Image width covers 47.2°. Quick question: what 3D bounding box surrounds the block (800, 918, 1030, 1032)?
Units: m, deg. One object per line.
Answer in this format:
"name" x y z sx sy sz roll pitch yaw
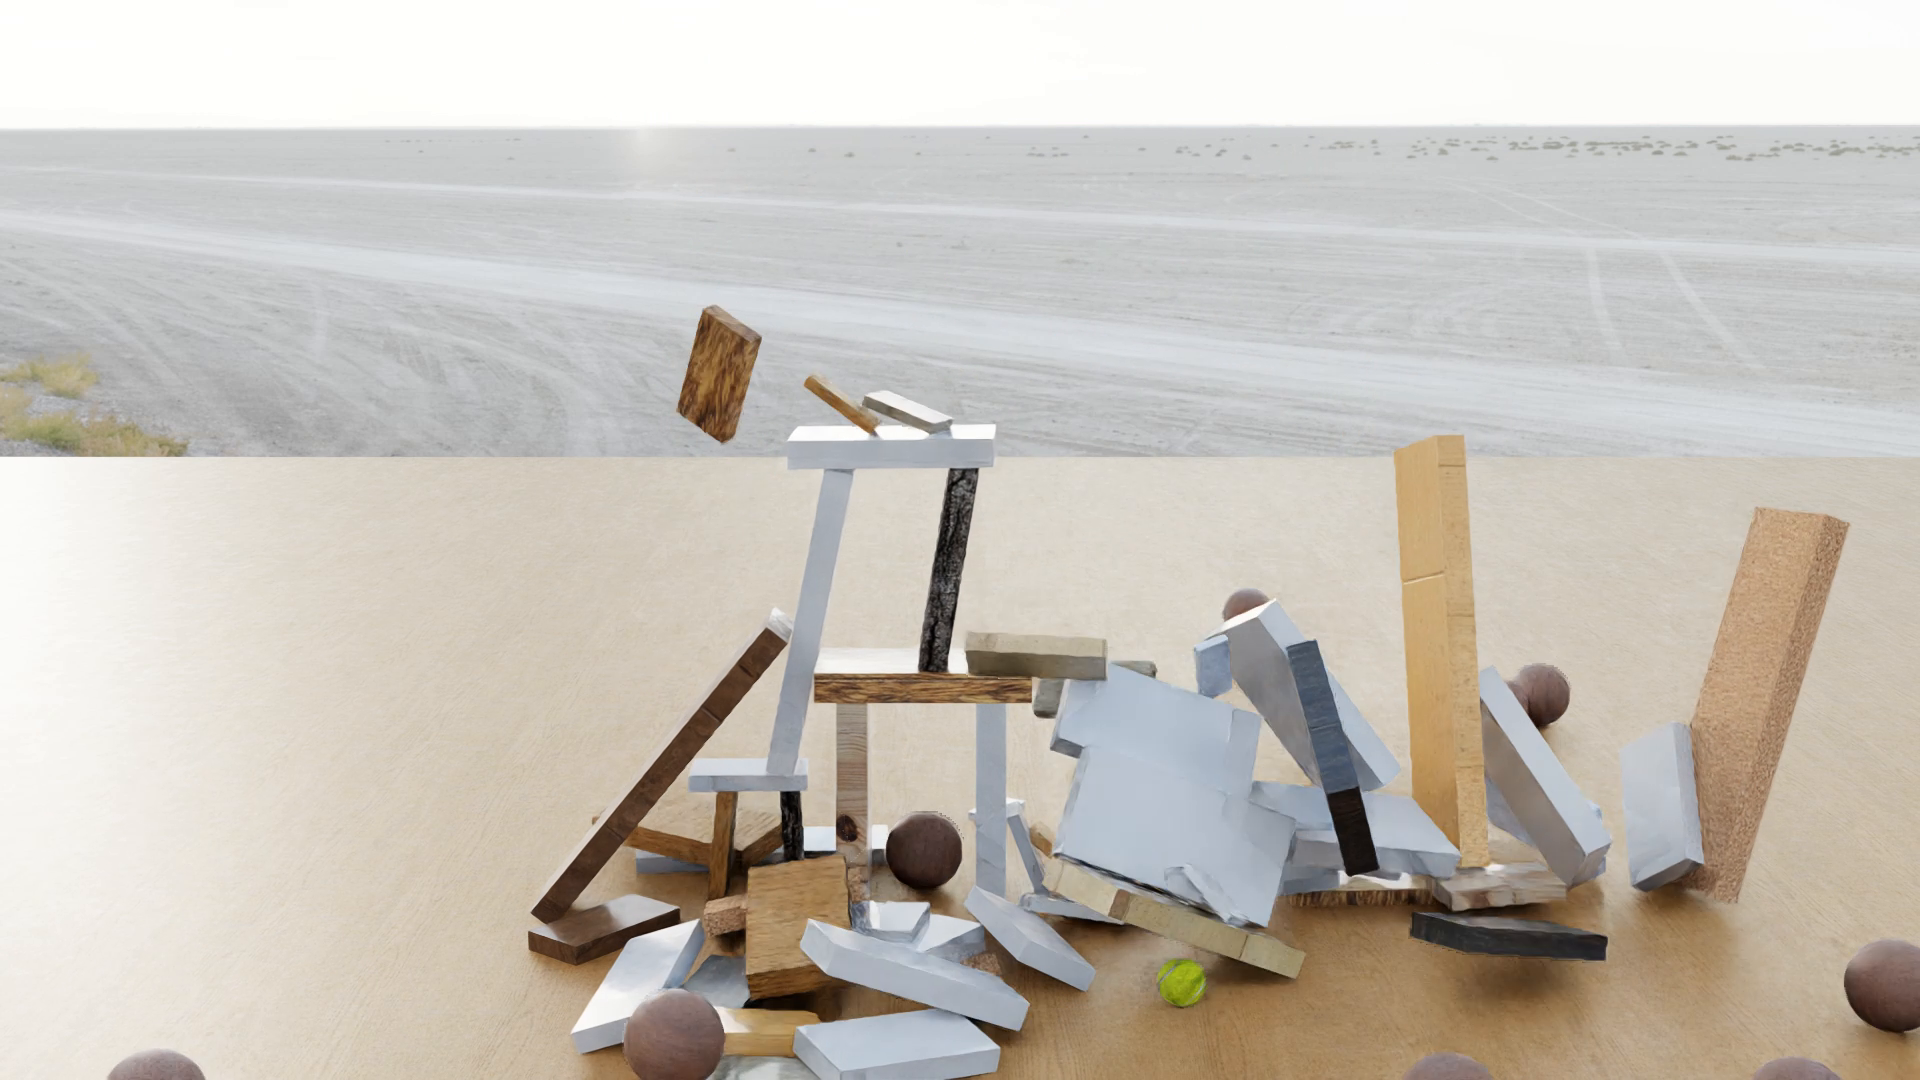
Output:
"block" -0.065 0.608 3.075 0.297 0.042 0.149 20 -2 -19

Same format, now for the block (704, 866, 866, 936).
"block" -0.276 0.571 3.474 0.249 0.035 0.125 -12 1 -4

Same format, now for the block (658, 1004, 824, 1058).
"block" -0.293 0.673 3.011 0.220 0.031 0.110 7 4 -20

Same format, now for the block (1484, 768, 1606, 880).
"block" 1.011 0.477 3.820 0.037 0.130 0.261 -22 26 -21

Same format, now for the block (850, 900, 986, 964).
"block" -0.125 0.610 3.398 0.297 0.042 0.149 4 11 38

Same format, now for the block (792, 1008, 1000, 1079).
"block" -0.084 0.683 2.951 0.249 0.035 0.125 1 16 -33

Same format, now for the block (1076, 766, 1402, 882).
"block" 0.462 0.447 3.583 0.544 0.046 0.161 13 24 -20

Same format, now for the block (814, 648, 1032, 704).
"block" -0.060 0.221 3.604 0.349 0.049 0.175 0 11 0

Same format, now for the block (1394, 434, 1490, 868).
"block" 0.814 0.190 3.728 0.050 0.717 0.176 0 -6 -13

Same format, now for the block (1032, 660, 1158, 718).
"block" 0.228 0.254 3.733 0.200 0.100 0.028 -1 -32 29

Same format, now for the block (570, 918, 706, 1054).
"block" -0.461 0.644 3.195 0.116 0.033 0.360 -17 9 7

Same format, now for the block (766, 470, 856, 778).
"block" -0.243 0.122 3.600 0.046 0.505 0.163 11 10 -2

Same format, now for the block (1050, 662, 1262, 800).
"block" 0.315 0.307 3.510 0.321 0.161 0.046 19 -34 -6

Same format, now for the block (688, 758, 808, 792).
"block" -0.347 0.387 3.624 0.193 0.027 0.096 0 10 -3

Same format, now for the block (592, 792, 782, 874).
"block" -0.468 0.501 3.822 0.303 0.043 0.152 9 18 25

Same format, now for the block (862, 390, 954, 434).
"block" -0.085 -0.208 3.565 0.134 0.019 0.067 24 21 24

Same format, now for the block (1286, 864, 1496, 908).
"block" 0.729 0.575 3.658 0.374 0.028 0.099 0 14 -3

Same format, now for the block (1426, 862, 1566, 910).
"block" 0.872 0.563 3.584 0.199 0.028 0.099 -3 14 -13

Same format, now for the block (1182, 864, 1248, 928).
"block" 0.383 0.533 3.295 0.055 0.016 0.110 27 18 -52

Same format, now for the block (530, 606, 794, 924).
"block" -0.476 0.364 3.535 0.043 0.604 0.152 39 8 -7

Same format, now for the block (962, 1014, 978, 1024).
"block" -0.025 0.685 3.110 0.056 0.016 0.113 7 13 28

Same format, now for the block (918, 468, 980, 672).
"block" -0.019 0.035 3.568 0.046 0.327 0.163 9 10 -2

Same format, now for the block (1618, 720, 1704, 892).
"block" 1.176 0.447 3.692 0.037 0.261 0.130 22 -38 -20

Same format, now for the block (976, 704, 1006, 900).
"block" 0.052 0.417 3.642 0.049 0.349 0.175 0 11 1

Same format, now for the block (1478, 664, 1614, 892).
"block" 0.954 0.399 3.685 0.050 0.353 0.176 -24 -27 -10

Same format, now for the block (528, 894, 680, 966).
"block" -0.559 0.612 3.465 0.110 0.031 0.220 8 13 38

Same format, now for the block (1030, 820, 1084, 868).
"block" 0.181 0.532 3.658 0.154 0.022 0.077 41 9 -6

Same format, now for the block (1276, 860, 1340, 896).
"block" 0.515 0.547 3.628 0.199 0.028 0.099 -7 26 -4

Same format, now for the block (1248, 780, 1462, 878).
"block" 0.637 0.469 3.566 0.321 0.046 0.161 9 25 -27

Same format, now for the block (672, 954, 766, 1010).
"block" -0.346 0.662 3.199 0.110 0.031 0.220 2 11 13

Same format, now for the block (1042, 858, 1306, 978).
"block" 0.319 0.558 3.234 0.415 0.042 0.148 25 -5 -37

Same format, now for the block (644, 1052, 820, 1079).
"block" -0.296 0.718 2.893 0.231 0.033 0.116 1 11 6

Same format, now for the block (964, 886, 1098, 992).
"block" 0.104 0.603 3.342 0.125 0.035 0.249 28 0 -21

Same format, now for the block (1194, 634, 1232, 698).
"block" 0.408 0.207 3.549 0.055 0.110 0.016 -21 39 -14

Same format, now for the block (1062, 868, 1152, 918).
"block" 0.241 0.568 3.571 0.153 0.076 0.022 -3 -4 -15

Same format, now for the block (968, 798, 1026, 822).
"block" 0.069 0.503 4.092 0.056 0.016 0.113 7 12 31

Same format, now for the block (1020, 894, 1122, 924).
"block" 0.178 0.586 3.499 0.153 0.022 0.077 10 -6 -9

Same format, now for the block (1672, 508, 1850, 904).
"block" 1.305 0.268 3.651 0.049 0.647 0.175 17 -1 -19

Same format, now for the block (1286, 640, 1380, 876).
"block" 0.575 0.332 3.400 0.049 0.175 0.349 -15 35 7

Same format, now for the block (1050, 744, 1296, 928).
"block" 0.331 0.456 3.383 0.349 0.175 0.049 21 -15 -11

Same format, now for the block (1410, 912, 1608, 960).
"block" 0.815 0.588 3.264 0.261 0.037 0.131 8 -3 -26

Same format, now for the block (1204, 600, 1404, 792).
"block" 0.574 0.274 3.696 0.050 0.353 0.176 -38 2 -28

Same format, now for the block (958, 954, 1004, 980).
"block" 0.032 0.650 3.301 0.056 0.016 0.113 -1 11 -6

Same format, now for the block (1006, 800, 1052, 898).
"block" 0.114 0.516 3.651 0.022 0.154 0.077 -20 9 5

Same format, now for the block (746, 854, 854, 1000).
"block" -0.239 0.572 3.279 0.152 0.043 0.303 -8 22 -2

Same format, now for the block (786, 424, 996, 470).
"block" -0.107 -0.150 3.546 0.327 0.046 0.163 -1 11 2

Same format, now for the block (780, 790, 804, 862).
"block" -0.277 0.495 3.649 0.027 0.193 0.096 -3 11 -1

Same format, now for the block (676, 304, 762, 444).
"block" -0.422 -0.289 3.844 0.110 0.229 0.031 34 41 16

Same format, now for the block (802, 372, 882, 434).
"block" -0.188 -0.221 3.540 0.134 0.019 0.067 37 12 -2

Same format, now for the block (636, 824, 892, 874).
"block" -0.342 0.539 3.838 0.439 0.031 0.110 -1 14 -7

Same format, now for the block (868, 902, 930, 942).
"block" -0.092 0.583 3.361 0.067 0.019 0.134 -1 9 11

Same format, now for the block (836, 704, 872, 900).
"block" -0.175 0.418 3.641 0.049 0.349 0.175 0 11 0

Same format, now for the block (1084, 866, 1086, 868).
"block" 0.231 0.539 3.638 0.154 0.022 0.077 37 3 -14

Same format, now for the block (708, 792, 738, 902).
"block" -0.392 0.497 3.640 0.027 0.193 0.096 6 10 -1

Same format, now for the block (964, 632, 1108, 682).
"block" 0.121 0.183 3.450 0.220 0.031 0.110 3 -23 6
